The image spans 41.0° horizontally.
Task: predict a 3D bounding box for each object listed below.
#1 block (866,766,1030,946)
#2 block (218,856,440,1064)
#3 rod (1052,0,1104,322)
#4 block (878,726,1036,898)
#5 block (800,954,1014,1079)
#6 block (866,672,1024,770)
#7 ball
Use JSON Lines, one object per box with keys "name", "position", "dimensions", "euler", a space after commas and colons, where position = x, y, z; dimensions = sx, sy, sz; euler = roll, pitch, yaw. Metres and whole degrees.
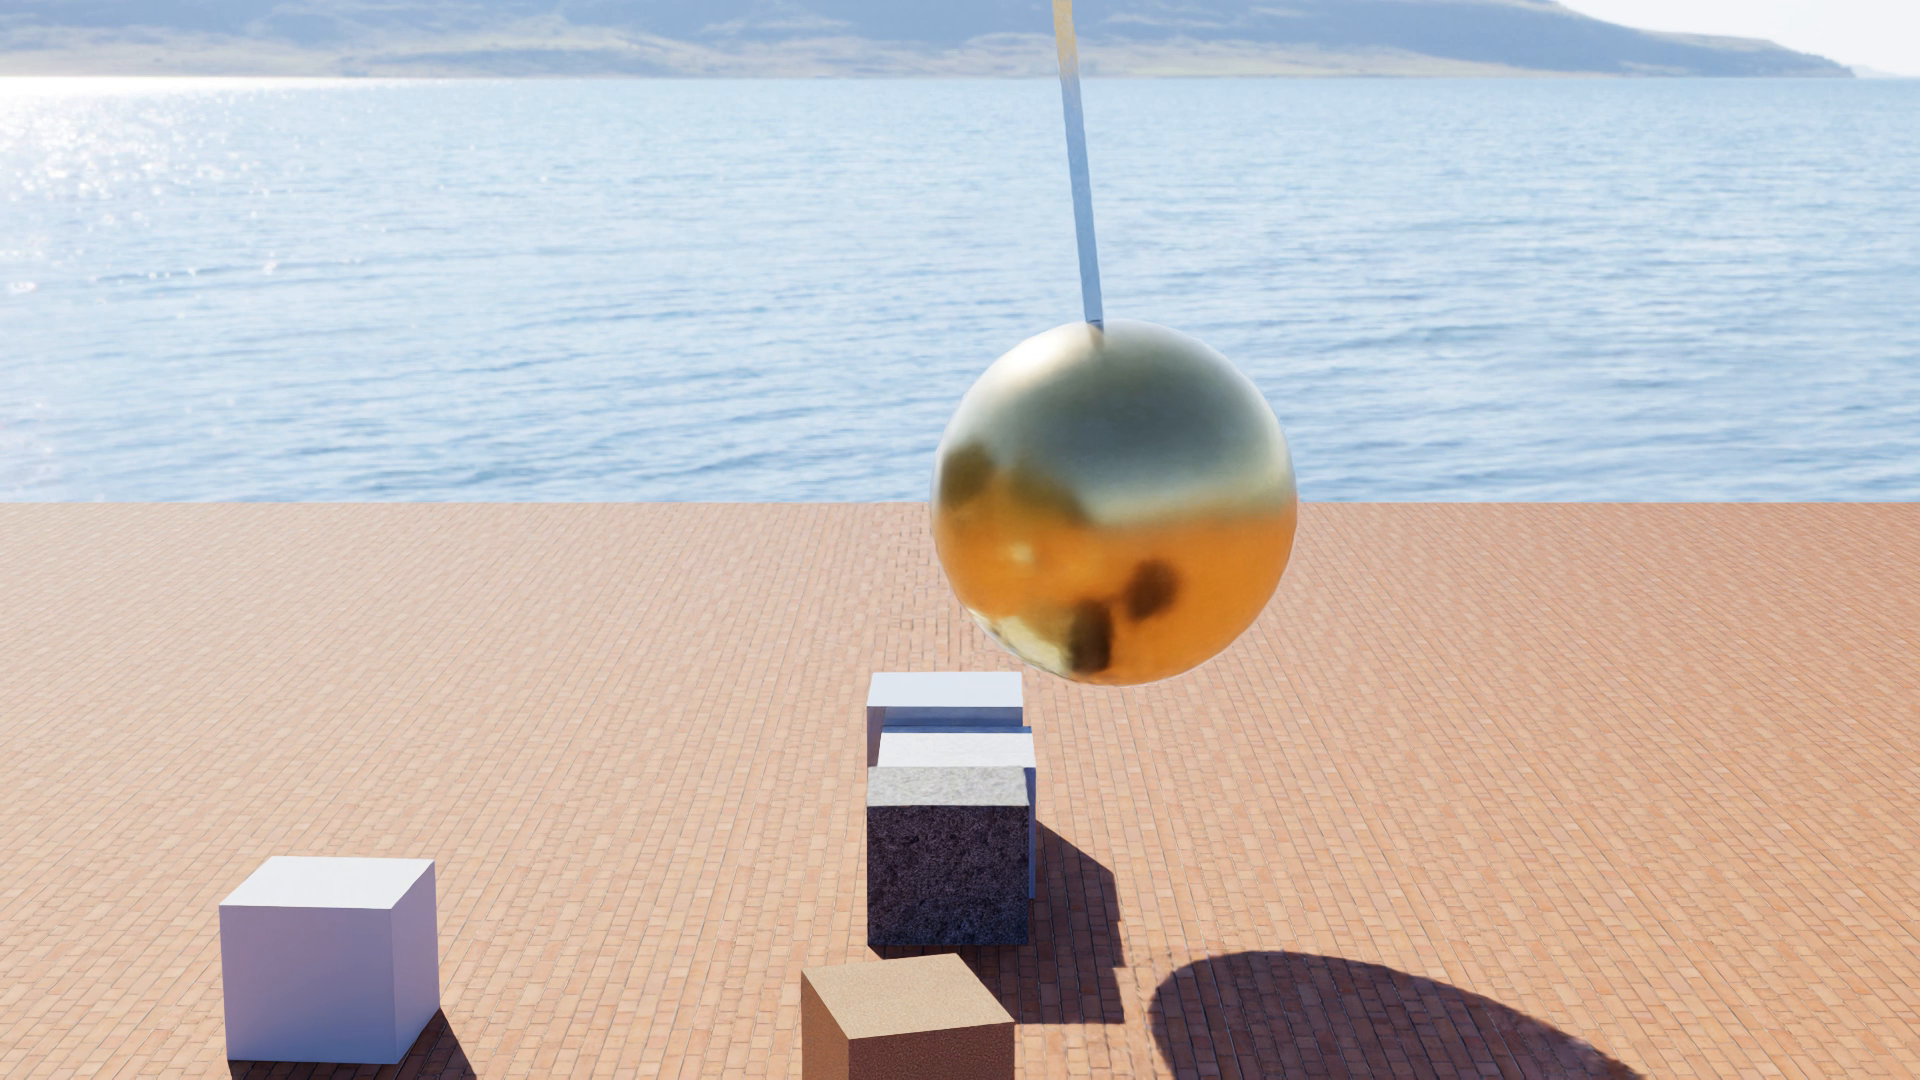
{"name": "block", "position": [-0.055, 1.310, 10.711], "dimensions": [0.658, 0.591, 0.593], "euler": [0, 10, -1]}
{"name": "block", "position": [-2.313, 1.540, 9.465], "dimensions": [0.625, 0.584, 0.579], "euler": [1, 10, 4]}
{"name": "rod", "position": [0.288, -3.489, 10.546], "dimensions": [0.080, 5.200, 0.080], "euler": [-6, 10, 1]}
{"name": "block", "position": [-0.014, 1.196, 11.359], "dimensions": [0.677, 0.584, 0.705], "euler": [0, 10, 0]}
{"name": "block", "position": [-0.176, 1.749, 8.254], "dimensions": [0.532, 0.605, 0.655], "euler": [-3, 11, -16]}
{"name": "block", "position": [-0.065, 1.027, 12.030], "dimensions": [0.710, 0.675, 0.668], "euler": [0, 10, 1]}
{"name": "ball", "position": [0.664, -0.164, 11.150], "dimensions": [1.600, 1.600, 1.600], "euler": [0, 10, 0]}
